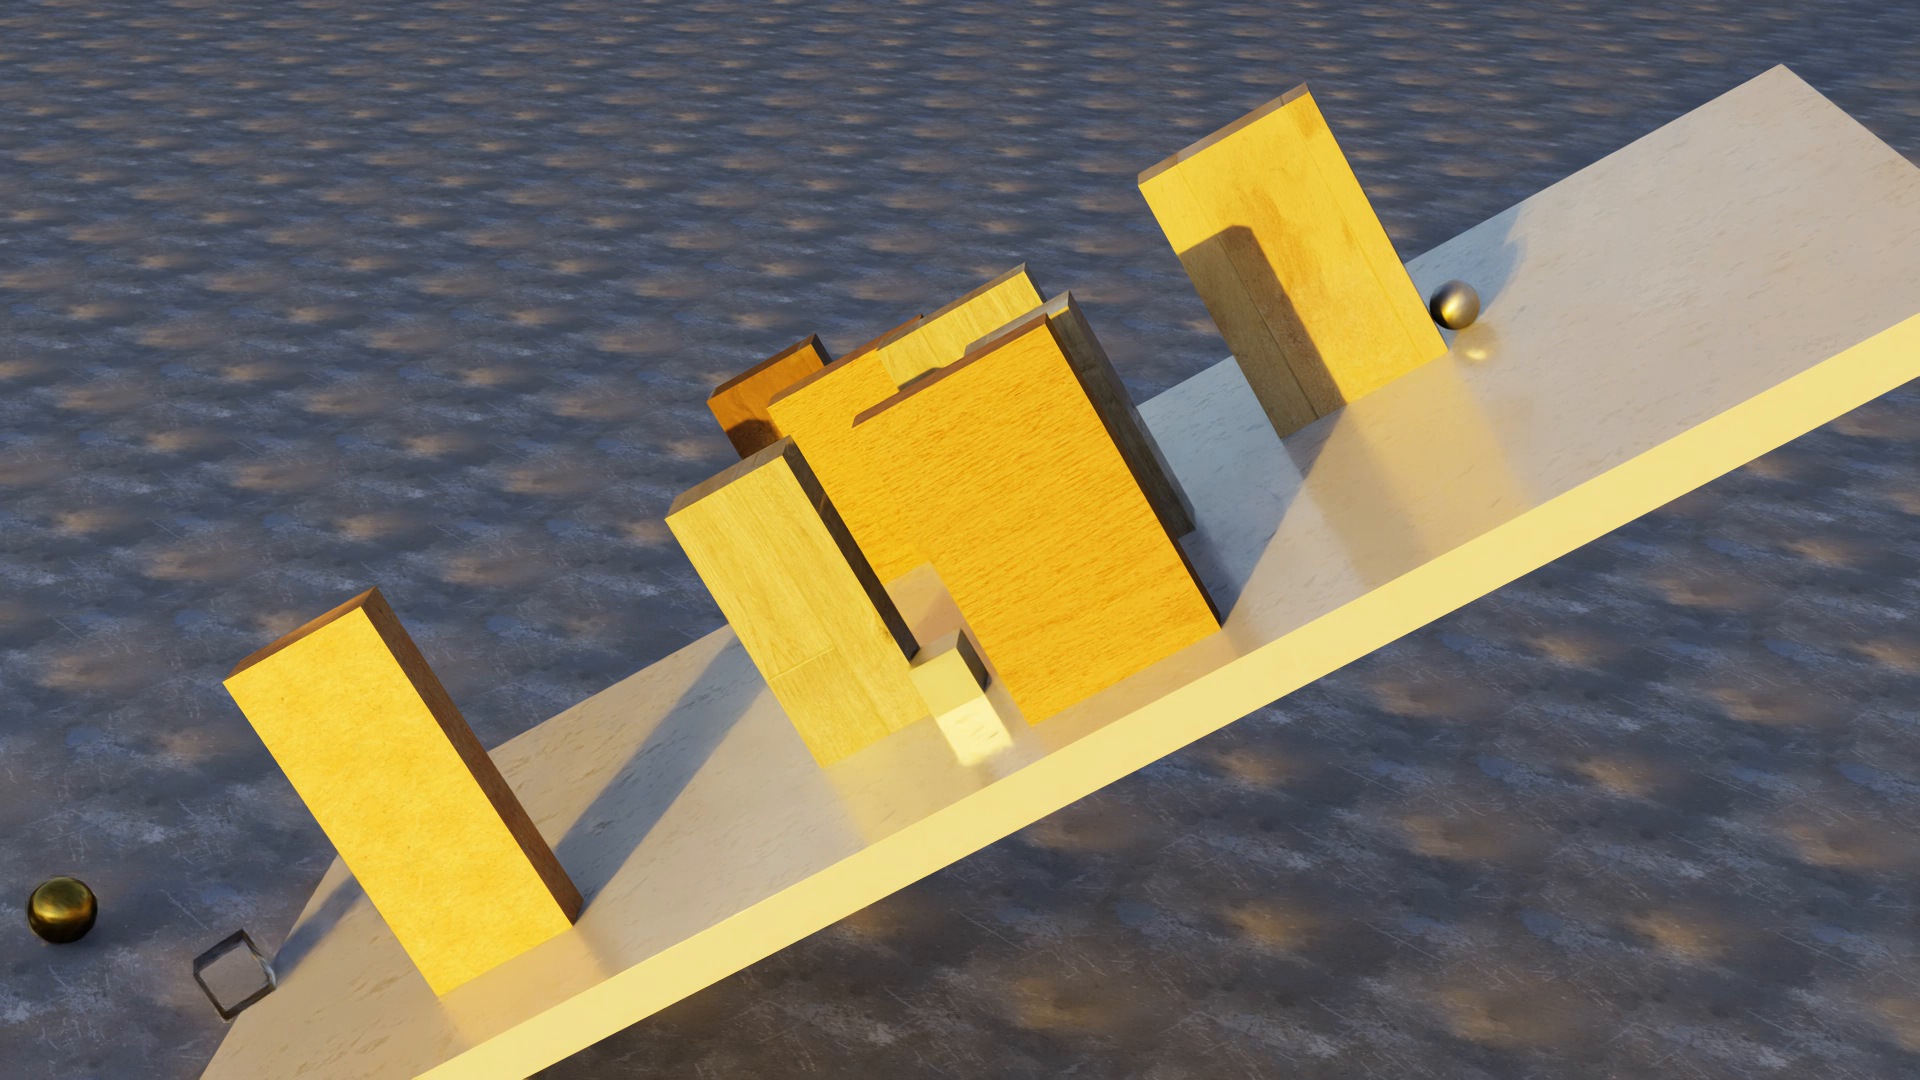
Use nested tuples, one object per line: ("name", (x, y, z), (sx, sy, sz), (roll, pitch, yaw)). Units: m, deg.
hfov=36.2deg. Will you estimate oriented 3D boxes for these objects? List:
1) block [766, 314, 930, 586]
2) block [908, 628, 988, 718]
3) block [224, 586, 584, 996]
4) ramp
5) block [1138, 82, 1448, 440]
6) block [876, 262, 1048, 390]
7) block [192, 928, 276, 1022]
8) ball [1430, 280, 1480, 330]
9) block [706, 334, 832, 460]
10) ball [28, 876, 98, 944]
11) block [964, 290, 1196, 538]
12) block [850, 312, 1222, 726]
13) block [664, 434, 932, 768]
("block", (-0.143, -0.206, 6.891), (0.409, 0.505, 0.111), (-28, 15, 12))
("block", (-0.024, 0.264, 5.861), (0.112, 0.112, 0.112), (-27, 15, 14))
("block", (-1.106, 0.507, 5.882), (0.327, 0.776, 0.125), (-28, 15, 12))
("ramp", (0.142, 0.168, 6.284), (4.000, 0.100, 2.000), (-28, 15, 12))
("block", (0.704, -0.587, 6.218), (0.400, 0.628, 0.126), (-28, 15, 12))
("block", (0.119, -0.276, 6.491), (0.371, 0.559, 0.089), (-28, 15, 12))
("block", (-1.644, 0.985, 6.664), (0.131, 0.131, 0.131), (-33, 14, -8))
("ball", (1.056, -0.501, 6.274), (0.108, 0.108, 0.108), (0, 18, 0))
("block", (-0.343, -0.189, 7.154), (0.294, 0.547, 0.107), (-28, 15, 12))
("ball", (-2.176, 0.898, 7.129), (0.163, 0.163, 0.163), (0, 18, 0))
("block", (0.248, -0.212, 6.055), (0.244, 0.538, 0.142), (-28, 15, 12))
("block", (0.144, -0.032, 5.412), (0.403, 0.661, 0.088), (-28, 15, 12))
("block", (-0.309, 0.126, 5.903), (0.270, 0.606, 0.149), (-28, 15, 12))
